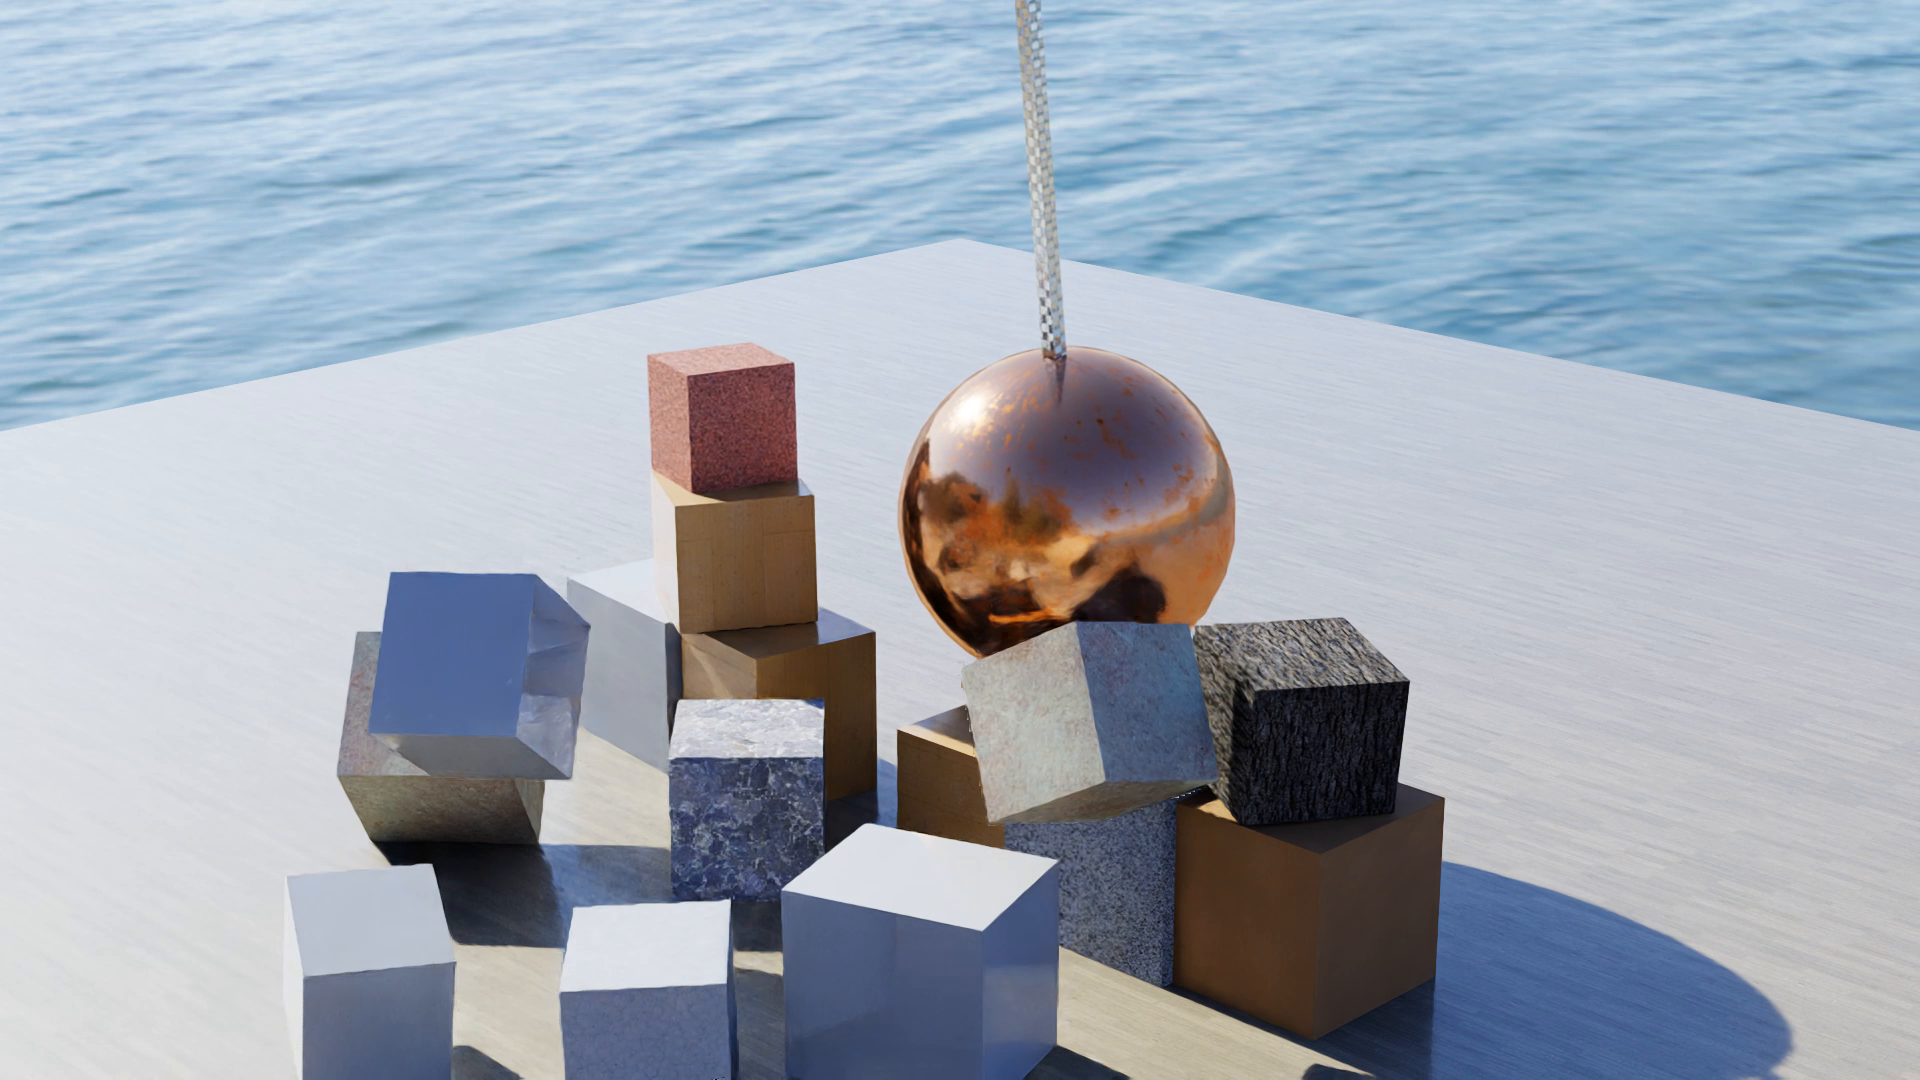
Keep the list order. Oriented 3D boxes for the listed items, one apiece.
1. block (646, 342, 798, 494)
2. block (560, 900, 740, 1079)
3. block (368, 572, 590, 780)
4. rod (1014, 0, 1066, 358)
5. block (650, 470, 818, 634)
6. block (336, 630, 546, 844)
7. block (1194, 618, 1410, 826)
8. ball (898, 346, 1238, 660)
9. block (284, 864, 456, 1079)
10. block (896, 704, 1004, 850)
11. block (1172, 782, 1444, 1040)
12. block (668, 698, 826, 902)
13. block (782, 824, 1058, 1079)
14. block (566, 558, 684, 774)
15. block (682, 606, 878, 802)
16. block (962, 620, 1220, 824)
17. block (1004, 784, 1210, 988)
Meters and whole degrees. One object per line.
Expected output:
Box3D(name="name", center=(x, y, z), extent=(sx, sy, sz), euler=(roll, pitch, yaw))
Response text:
Box3D(name="block", center=(-1.172, -0.611, 14.458), extent=(0.563, 0.585, 0.527), euler=(-9, 18, -26))
Box3D(name="block", center=(-1.171, 1.867, 11.184), extent=(0.609, 0.710, 0.748), euler=(-2, 17, -3))
Box3D(name="block", center=(-2.092, 0.601, 12.846), extent=(0.664, 0.719, 0.752), euler=(1, -18, 12))
Box3D(name="rod", center=(0.218, -3.251, 12.549), extent=(0.080, 5.200, 0.080), euler=(17, 31, 42))
Box3D(name="block", center=(-1.120, 0.023, 14.479), extent=(0.684, 0.644, 0.704), euler=(-5, 17, -14))
Box3D(name="block", center=(-2.382, 0.923, 13.659), extent=(0.800, 0.758, 0.724), euler=(1, 61, 2))
Box3D(name="block", center=(1.381, 0.740, 12.140), extent=(0.675, 0.594, 0.678), euler=(-3, 22, -16))
Box3D(name="ball", center=(0.503, -0.116, 13.833), extent=(1.600, 1.600, 1.600), euler=(0, 17, 0))
Box3D(name="block", center=(-2.319, 1.730, 11.491), extent=(0.571, 0.639, 0.604), euler=(-3, 33, -18))
Box3D(name="block", center=(0.247, 1.187, 13.453), extent=(0.790, 0.669, 0.722), euler=(16, 24, 42))
Box3D(name="block", center=(1.458, 1.471, 12.295), extent=(0.832, 0.820, 0.753), euler=(-17, 24, -42))
Box3D(name="block", center=(-0.961, 1.184, 13.415), extent=(0.682, 0.696, 0.738), euler=(0, 17, -2))
Box3D(name="block", center=(-0.149, 1.692, 11.605), extent=(0.861, 0.804, 0.709), euler=(8, 20, 25))
Box3D(name="block", center=(-1.415, 0.608, 15.071), extent=(0.809, 0.803, 0.925), euler=(-13, 22, -36))
Box3D(name="block", center=(-0.887, 0.812, 14.402), extent=(0.689, 0.815, 0.678), euler=(-13, 21, -35))
Box3D(name="block", center=(0.525, 0.743, 11.886), extent=(0.654, 0.650, 0.686), euler=(3, -20, -42))
Box3D(name="block", center=(0.842, 1.272, 12.830), extent=(0.915, 0.879, 0.916), euler=(16, 24, 42))
